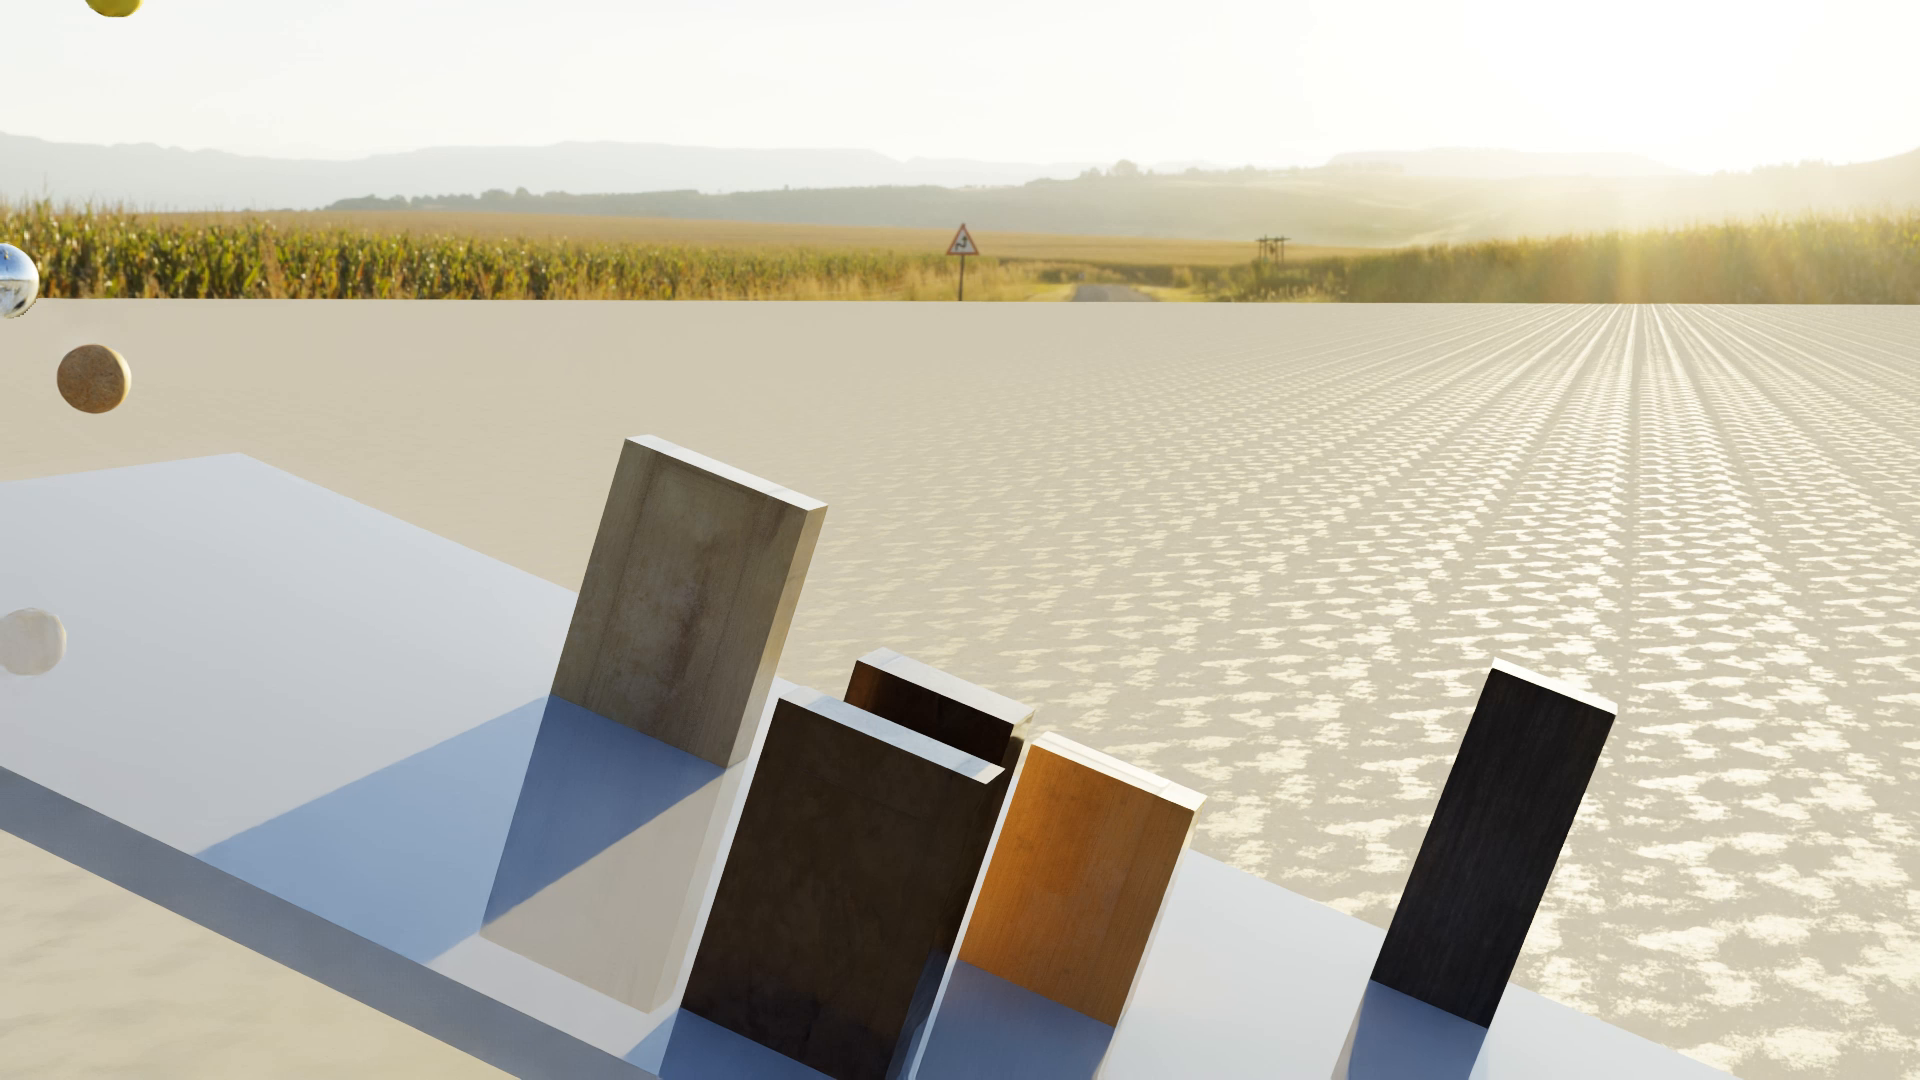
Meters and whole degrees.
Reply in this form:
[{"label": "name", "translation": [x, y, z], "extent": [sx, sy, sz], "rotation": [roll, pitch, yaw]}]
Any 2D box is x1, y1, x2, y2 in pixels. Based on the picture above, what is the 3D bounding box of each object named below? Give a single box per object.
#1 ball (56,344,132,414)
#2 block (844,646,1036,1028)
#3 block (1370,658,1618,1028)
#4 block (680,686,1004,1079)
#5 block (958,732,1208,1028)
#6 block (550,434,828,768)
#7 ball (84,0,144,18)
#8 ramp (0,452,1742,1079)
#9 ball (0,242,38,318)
[{"label": "ball", "translation": [-1.847, -0.344, 4.691], "extent": [0.149, 0.149, 0.149], "rotation": [0, 7, 0]}, {"label": "block", "translation": [-0.108, 0.497, 3.630], "extent": [0.279, 0.565, 0.128], "rotation": [21, 12, 14]}, {"label": "block", "translation": [1.092, 0.622, 4.516], "extent": [0.258, 0.707, 0.114], "rotation": [21, 12, 14]}, {"label": "block", "translation": [-0.185, 0.541, 3.400], "extent": [0.347, 0.531, 0.104], "rotation": [21, 12, 14]}, {"label": "block", "translation": [0.218, 0.607, 3.953], "extent": [0.312, 0.428, 0.113], "rotation": [21, 12, 14]}, {"label": "block", "translation": [-0.568, 0.125, 4.587], "extent": [0.424, 0.574, 0.118], "rotation": [21, 12, 14]}, {"label": "ball", "translation": [-1.721, -1.127, 4.470], "extent": [0.130, 0.130, 0.130], "rotation": [0, 7, 0]}, {"label": "ramp", "translation": [-0.346, 0.644, 4.219], "extent": [4.000, 0.100, 2.000], "rotation": [21, 12, 14]}, {"label": "ball", "translation": [-1.995, -0.538, 4.560], "extent": [0.156, 0.156, 0.156], "rotation": [0, 7, 0]}]
